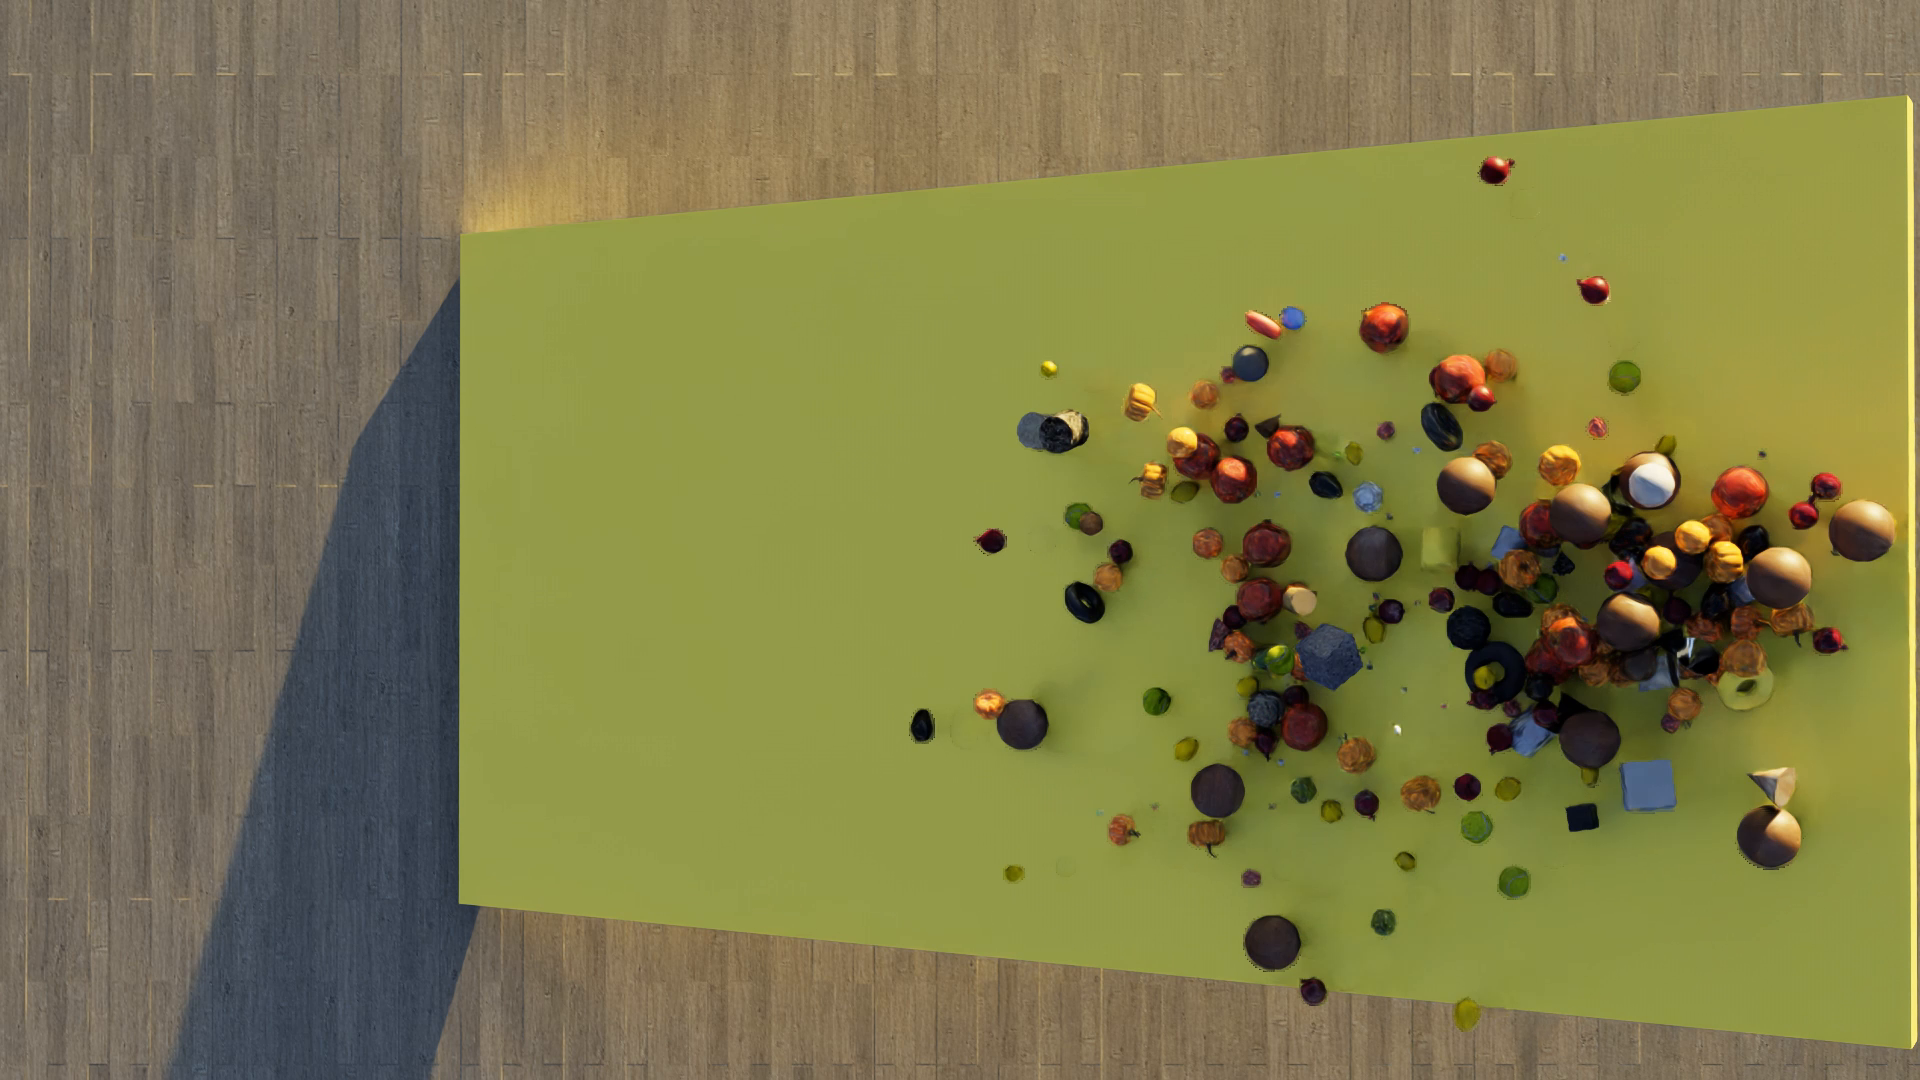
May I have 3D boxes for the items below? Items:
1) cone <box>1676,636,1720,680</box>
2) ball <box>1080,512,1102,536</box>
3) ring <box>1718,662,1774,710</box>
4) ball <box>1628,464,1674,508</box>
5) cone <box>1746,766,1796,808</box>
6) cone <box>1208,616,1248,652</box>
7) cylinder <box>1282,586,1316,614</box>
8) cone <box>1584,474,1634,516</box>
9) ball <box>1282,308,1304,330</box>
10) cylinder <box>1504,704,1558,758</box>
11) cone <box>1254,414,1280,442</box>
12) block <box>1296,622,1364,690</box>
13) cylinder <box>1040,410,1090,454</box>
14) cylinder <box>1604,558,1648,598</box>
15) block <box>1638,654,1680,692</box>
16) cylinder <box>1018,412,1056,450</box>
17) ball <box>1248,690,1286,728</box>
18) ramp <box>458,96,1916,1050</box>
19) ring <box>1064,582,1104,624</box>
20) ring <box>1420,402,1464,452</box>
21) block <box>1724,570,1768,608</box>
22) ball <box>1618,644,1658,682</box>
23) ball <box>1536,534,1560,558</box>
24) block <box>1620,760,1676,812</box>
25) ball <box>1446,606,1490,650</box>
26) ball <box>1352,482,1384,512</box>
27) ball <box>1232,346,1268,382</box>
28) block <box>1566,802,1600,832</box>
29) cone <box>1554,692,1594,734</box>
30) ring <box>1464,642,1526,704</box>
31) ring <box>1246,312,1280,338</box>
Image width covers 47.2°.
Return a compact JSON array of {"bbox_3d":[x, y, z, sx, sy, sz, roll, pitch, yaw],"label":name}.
[{"bbox_3d":[1.566,0.276,4.732,0.098,0.098,0.098,6,52,-8],"label":"cone"},{"bbox_3d":[0.325,-0.040,5.449,0.059,0.059,0.059,0,89,0],"label":"ball"},{"bbox_3d":[1.689,0.314,4.725,0.121,0.040,0.121,-1,120,-2],"label":"ring"},{"bbox_3d":[1.463,-0.116,4.652,0.093,0.093,0.093,0,89,0],"label":"ball"},{"bbox_3d":[1.704,0.509,4.650,0.089,0.089,0.089,18,89,44],"label":"cone"},{"bbox_3d":[0.656,0.239,5.336,0.087,0.087,0.087,14,89,2],"label":"cone"},{"bbox_3d":[0.778,0.139,5.042,0.060,0.060,0.060,-1,93,-13],"label":"cylinder"},{"bbox_3d":[1.421,-0.083,4.859,0.095,0.095,0.095,-24,89,40],"label":"cone"},{"bbox_3d":[0.795,-0.529,5.257,0.053,0.053,0.053,0,89,0],"label":"ball"},{"bbox_3d":[1.285,0.431,4.949,0.087,0.087,0.087,42,116,0],"label":"cylinder"},{"bbox_3d":[0.753,-0.281,5.293,0.064,0.064,0.064,39,80,0],"label":"cone"},{"bbox_3d":[0.861,0.271,5.129,0.097,0.097,0.097,-36,122,-20],"label":"block"},{"bbox_3d":[0.260,-0.269,5.468,0.093,0.093,0.093,9,107,29],"label":"cylinder"},{"bbox_3d":[1.451,0.083,4.792,0.066,0.066,0.066,-31,93,0],"label":"cylinder"},{"bbox_3d":[1.529,0.291,4.826,0.071,0.071,0.071,-13,83,29],"label":"block"},{"bbox_3d":[0.208,-0.275,5.561,0.092,0.092,0.092,-1,89,32],"label":"cylinder"},{"bbox_3d":[0.734,0.403,5.261,0.091,0.091,0.091,0,89,0],"label":"ball"},{"bbox_3d":[0.272,0.076,5.634,4.000,0.100,2.000,0,89,29],"label":"ramp"},{"bbox_3d":[0.310,0.156,5.485,0.117,0.117,0.039,43,126,0],"label":"ring"},{"bbox_3d":[1.099,-0.257,5.018,0.042,0.125,0.125,-38,89,36],"label":"ring"},{"bbox_3d":[1.693,0.106,4.733,0.055,0.055,0.055,-16,73,-38],"label":"block"},{"bbox_3d":[1.471,0.266,4.769,0.084,0.084,0.084,0,89,0],"label":"ball"},{"bbox_3d":[1.324,0.013,4.954,0.054,0.054,0.054,0,89,0],"label":"ball"},{"bbox_3d":[1.498,0.536,4.790,0.100,0.100,0.100,-6,77,11],"label":"block"},{"bbox_3d":[1.160,0.201,5.018,0.099,0.099,0.099,0,89,0],"label":"ball"},{"bbox_3d":[0.950,-0.100,5.123,0.072,0.072,0.072,0,89,0],"label":"ball"},{"bbox_3d":[0.698,-0.424,5.291,0.087,0.087,0.087,0,89,0],"label":"ball"},{"bbox_3d":[1.390,0.619,4.911,0.054,0.054,0.054,-10,84,29],"label":"block"},{"bbox_3d":[1.363,0.372,4.926,0.090,0.090,0.090,-5,133,-5],"label":"cone"},{"bbox_3d":[1.220,0.301,5.014,0.142,0.047,0.142,0,90,29],"label":"ring"},{"bbox_3d":[0.726,-0.513,5.259,0.093,0.093,0.031,32,91,0],"label":"ring"}]
